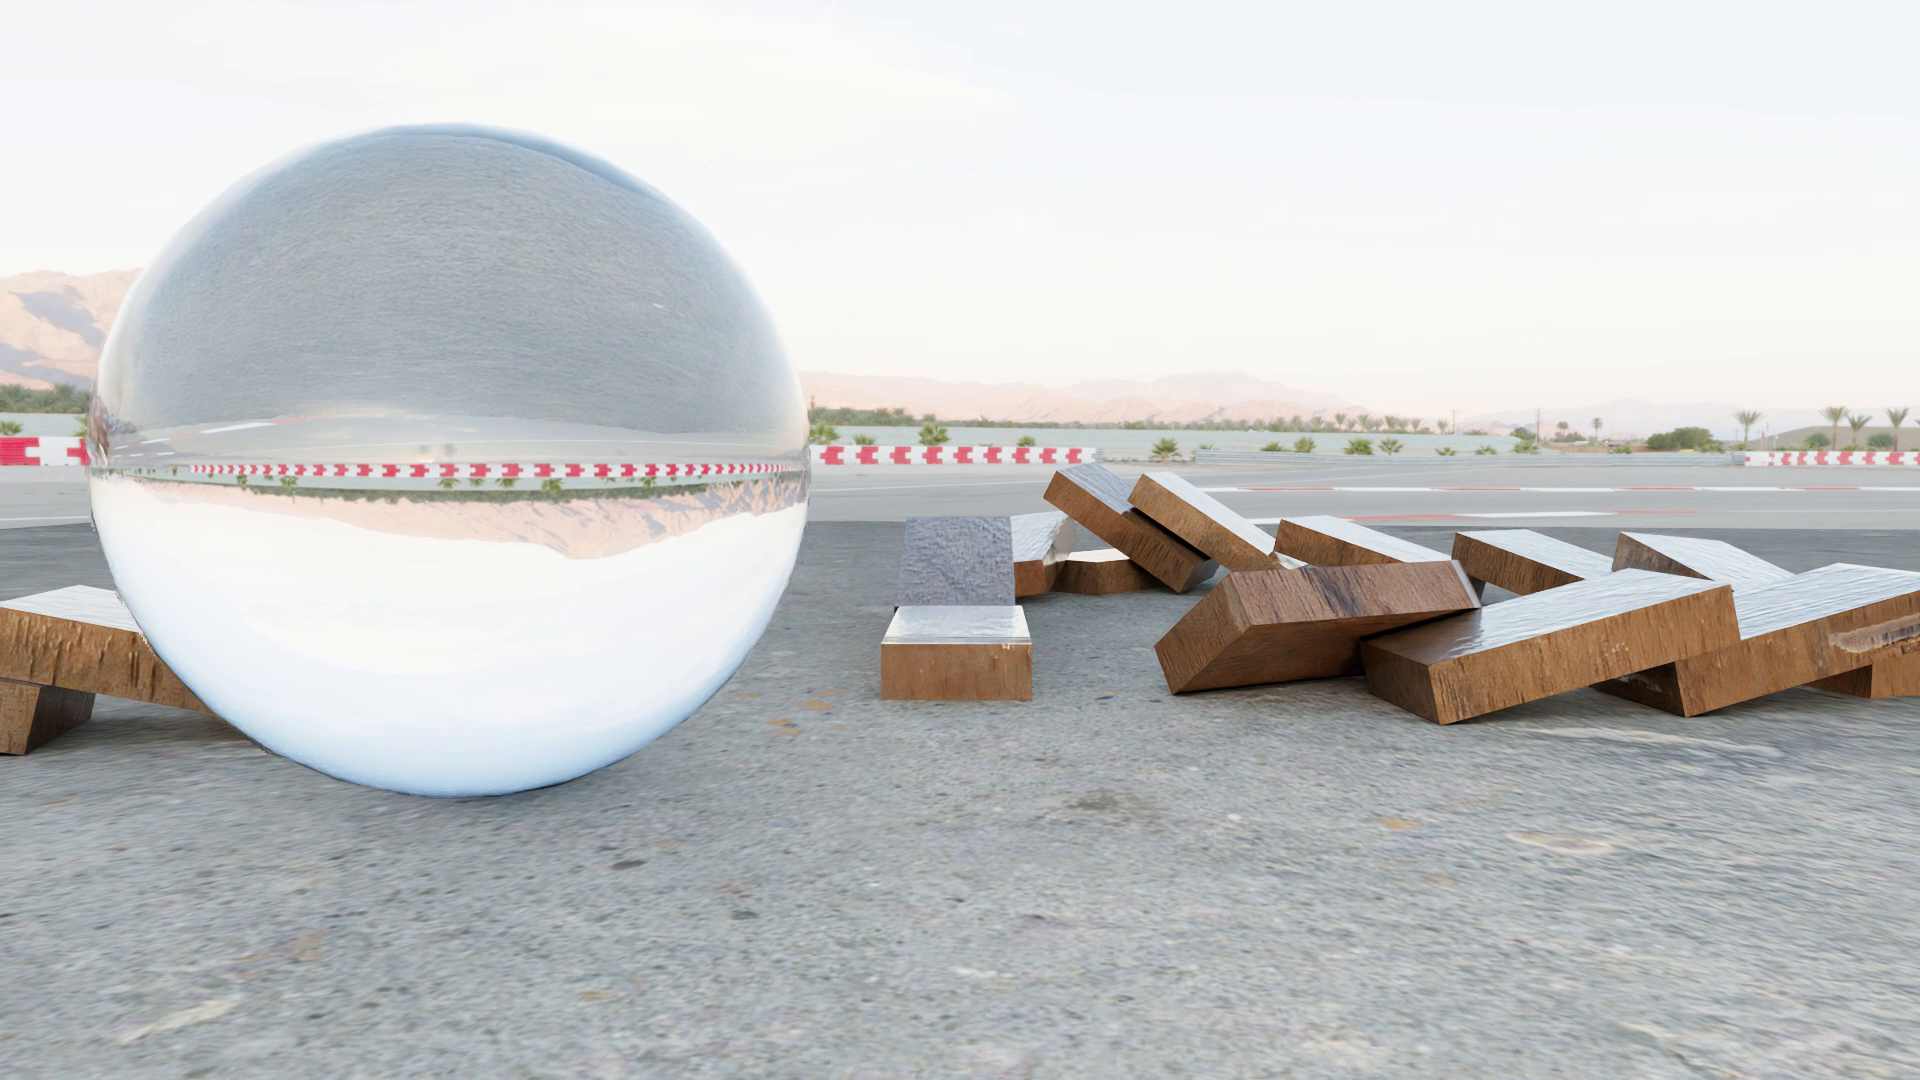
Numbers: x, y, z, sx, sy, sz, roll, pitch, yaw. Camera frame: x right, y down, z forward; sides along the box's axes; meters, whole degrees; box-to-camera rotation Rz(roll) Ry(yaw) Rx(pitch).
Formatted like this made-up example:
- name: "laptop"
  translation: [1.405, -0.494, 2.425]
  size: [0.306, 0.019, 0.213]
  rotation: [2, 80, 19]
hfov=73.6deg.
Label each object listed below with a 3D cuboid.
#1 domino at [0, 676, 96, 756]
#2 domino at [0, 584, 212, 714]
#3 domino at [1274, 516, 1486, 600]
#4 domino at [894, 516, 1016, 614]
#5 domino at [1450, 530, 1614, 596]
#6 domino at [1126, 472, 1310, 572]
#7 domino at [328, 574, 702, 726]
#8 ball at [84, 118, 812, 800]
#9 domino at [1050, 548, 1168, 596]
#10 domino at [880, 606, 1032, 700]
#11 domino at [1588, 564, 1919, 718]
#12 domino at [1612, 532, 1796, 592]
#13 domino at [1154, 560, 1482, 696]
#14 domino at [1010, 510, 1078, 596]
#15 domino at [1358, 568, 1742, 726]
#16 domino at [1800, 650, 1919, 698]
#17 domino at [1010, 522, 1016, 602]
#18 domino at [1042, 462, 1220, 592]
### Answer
- name: "domino"
  translation: [-0.154, 0.018, 0.180]
  size: [0.050, 0.010, 0.025]
  rotation: [13, 0, -17]
- name: "domino"
  translation: [-0.112, 0.018, 0.192]
  size: [0.050, 0.010, 0.025]
  rotation: [13, 2, -11]
- name: "domino"
  translation: [0.115, 0.005, 0.351]
  size: [0.025, 0.010, 0.050]
  rotation: [-4, 20, -43]
- name: "domino"
  translation: [-0.001, 0.008, 0.289]
  size: [0.025, 0.009, 0.050]
  rotation: [0, 23, 1]
- name: "domino"
  translation: [0.150, 0.009, 0.317]
  size: [0.025, 0.009, 0.050]
  rotation: [-2, 17, -24]
- name: "domino"
  translation: [0.075, -0.002, 0.372]
  size: [0.050, 0.009, 0.025]
  rotation: [36, 19, 21]
- name: "domino"
  translation: [-0.070, 0.017, 0.205]
  size: [0.050, 0.009, 0.025]
  rotation: [13, 4, 6]
- name: "ball"
  translation: [-0.058, -0.009, 0.156]
  size: [0.080, 0.080, 0.080]
  rotation: [0, 4, 0]
- name: "domino"
  translation: [0.047, 0.009, 0.386]
  size: [0.025, 0.010, 0.050]
  rotation: [4, 6, 45]
- name: "domino"
  translation: [0.000, 0.020, 0.238]
  size: [0.025, 0.009, 0.050]
  rotation: [0, 4, 1]
- name: "domino"
  translation: [0.134, 0.016, 0.214]
  size: [0.050, 0.009, 0.025]
  rotation: [-15, 6, -5]
- name: "domino"
  translation: [0.169, 0.011, 0.283]
  size: [0.025, 0.009, 0.050]
  rotation: [5, 16, -3]
- name: "domino"
  translation: [0.062, 0.015, 0.221]
  size: [0.050, 0.009, 0.025]
  rotation: [-2, -31, -26]
- name: "domino"
  translation: [0.017, 0.004, 0.364]
  size: [0.025, 0.009, 0.050]
  rotation: [-6, 15, 16]
- name: "domino"
  translation: [0.094, 0.016, 0.208]
  size: [0.050, 0.010, 0.025]
  rotation: [-14, 6, -5]
- name: "domino"
  translation: [0.172, 0.020, 0.234]
  size: [0.050, 0.010, 0.025]
  rotation: [-1, 5, -18]
- name: "domino"
  translation: [0.001, 0.008, 0.320]
  size: [0.025, 0.009, 0.050]
  rotation: [0, 19, 1]
- name: "domino"
  translation: [0.052, -0.005, 0.378]
  size: [0.050, 0.009, 0.025]
  rotation: [36, 26, 22]
